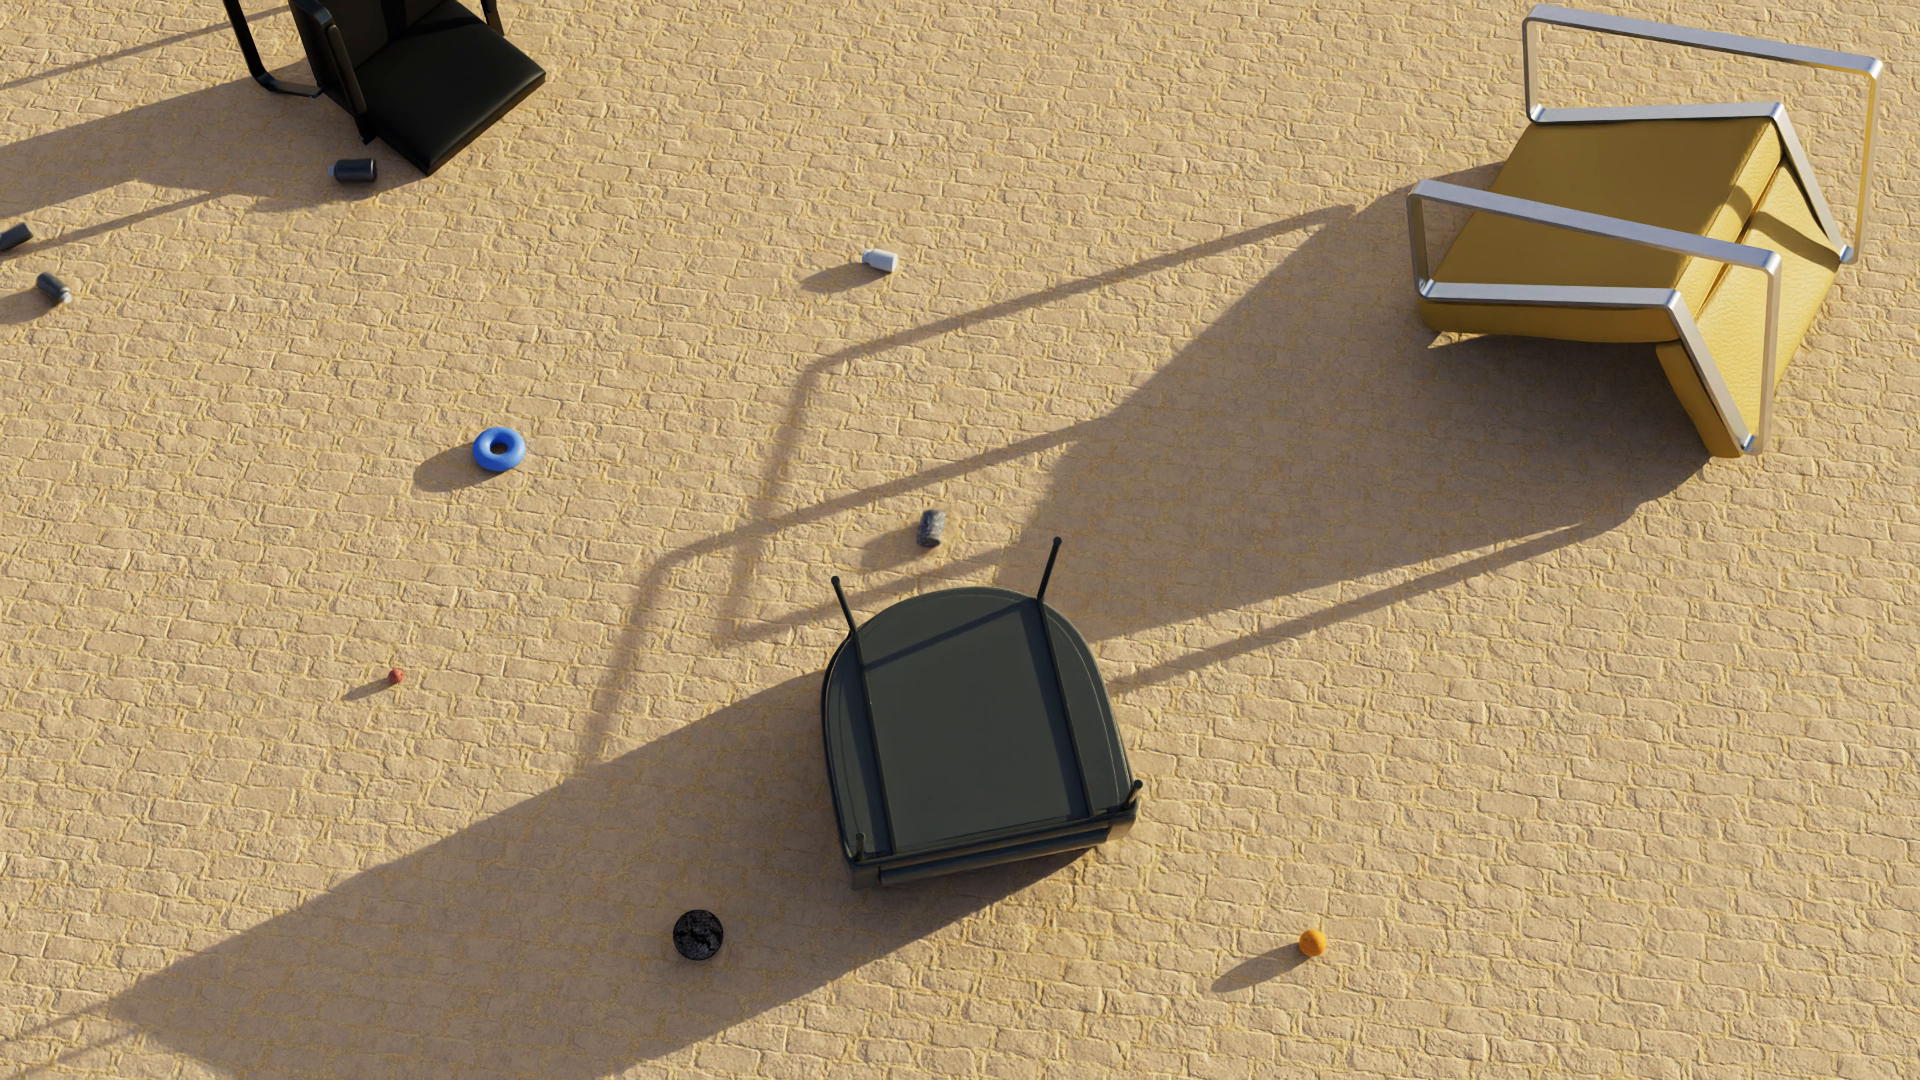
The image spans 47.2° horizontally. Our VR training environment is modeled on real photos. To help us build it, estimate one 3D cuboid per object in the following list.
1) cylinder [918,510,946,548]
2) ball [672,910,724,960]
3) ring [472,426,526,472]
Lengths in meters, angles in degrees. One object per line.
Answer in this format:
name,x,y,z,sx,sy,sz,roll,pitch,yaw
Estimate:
cylinder,-0.084,-0.034,6.563,0.071,0.053,0.103,1,69,35
ball,-0.690,1.041,5.795,0.133,0.133,0.133,0,56,0
ring,-1.411,-0.278,6.731,0.165,0.051,0.157,31,61,18
